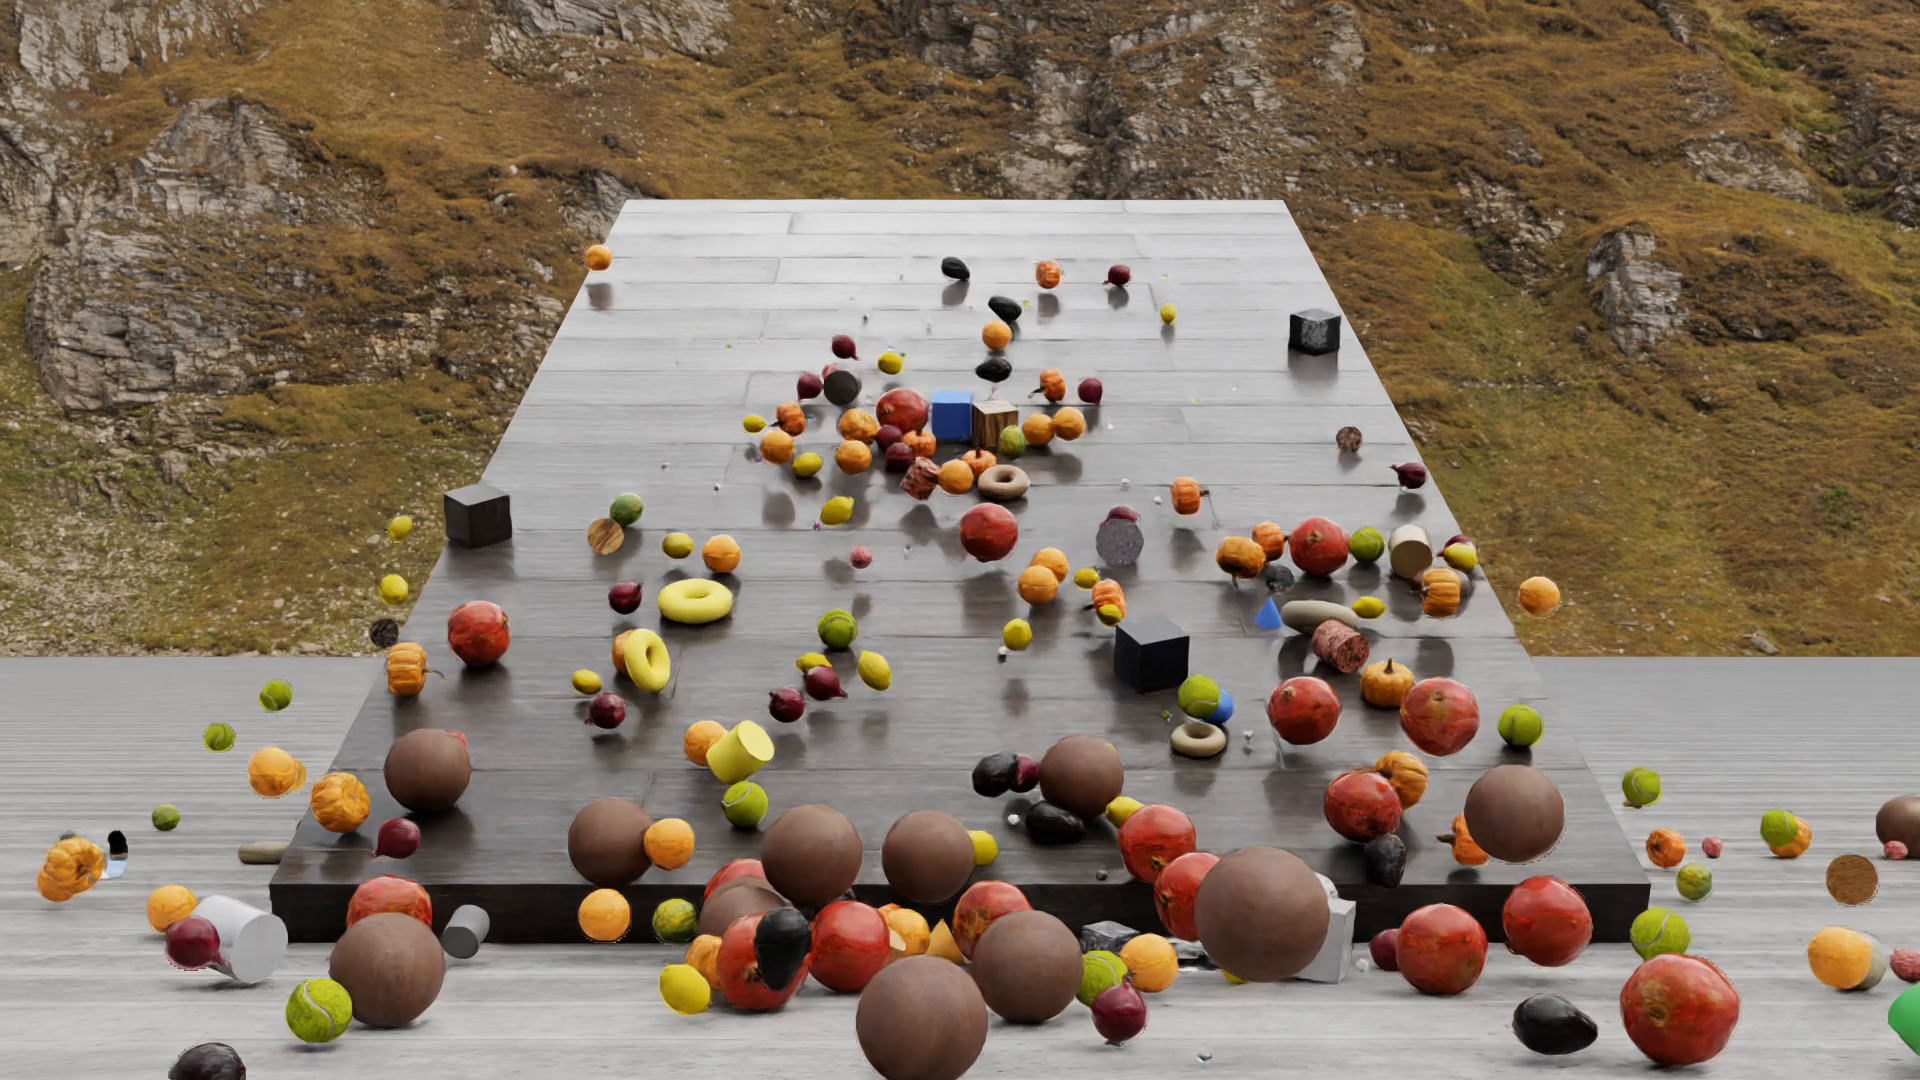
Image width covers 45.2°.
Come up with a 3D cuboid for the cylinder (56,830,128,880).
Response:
[{"bbox_3d":[-1.623,0.588,4.309,0.092,0.092,0.092,-1,-3,7],"label":"cylinder"}]

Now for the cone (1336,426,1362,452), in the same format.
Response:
[{"bbox_3d":[0.843,-0.216,5.021,0.058,0.058,0.058,0,-4,-1],"label":"cone"}]

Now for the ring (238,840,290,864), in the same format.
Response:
[{"bbox_3d":[-1.397,0.632,4.663,0.123,0.041,0.123,-1,-3,0],"label":"ring"}]

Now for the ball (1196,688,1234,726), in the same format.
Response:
[{"bbox_3d":[0.419,0.274,3.793,0.062,0.062,0.062,0,-3,0],"label":"ball"}]

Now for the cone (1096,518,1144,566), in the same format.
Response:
[{"bbox_3d":[0.311,0.007,4.463,0.092,0.092,0.092,0,-4,7],"label":"cone"}]

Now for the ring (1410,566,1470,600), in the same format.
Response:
[{"bbox_3d":[0.896,0.080,4.298,0.109,0.036,0.109,0,21,0],"label":"ring"}]

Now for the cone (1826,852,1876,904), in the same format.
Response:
[{"bbox_3d":[1.492,0.568,3.826,0.083,0.083,0.083,-2,-17,39],"label":"cone"}]

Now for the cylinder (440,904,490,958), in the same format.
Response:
[{"bbox_3d":[-0.672,0.533,3.136,0.053,0.053,0.053,0,23,8],"label":"cylinder"}]

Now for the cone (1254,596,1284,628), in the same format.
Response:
[{"bbox_3d":[0.560,0.125,4.164,0.054,0.054,0.054,0,23,0],"label":"cone"}]

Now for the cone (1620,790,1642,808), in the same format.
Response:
[{"bbox_3d":[1.808,0.710,6.239,0.052,0.052,0.052,-16,1,-12],"label":"cone"}]

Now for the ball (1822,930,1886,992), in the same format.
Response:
[{"bbox_3d":[1.124,0.529,2.897,0.076,0.076,0.076,0,-3,0],"label":"ball"}]

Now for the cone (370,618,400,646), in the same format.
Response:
[{"bbox_3d":[-1.017,0.167,4.108,0.053,0.053,0.053,0,-11,3],"label":"cone"}]

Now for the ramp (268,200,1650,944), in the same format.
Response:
[{"bbox_3d":[-0.007,-0.224,5.200,2.000,0.100,4.000,0,23,0],"label":"ramp"}]

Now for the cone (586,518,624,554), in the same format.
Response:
[{"bbox_3d":[-0.693,-0.005,4.500,0.070,0.070,0.070,0,-4,-9],"label":"cone"}]

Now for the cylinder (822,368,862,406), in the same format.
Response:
[{"bbox_3d":[-0.257,-0.336,5.033,0.077,0.077,0.077,0,10,4],"label":"cylinder"}]

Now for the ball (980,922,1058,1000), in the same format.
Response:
[{"bbox_3d":[0.072,0.516,2.824,0.094,0.094,0.094,0,-3,0],"label":"ball"}]

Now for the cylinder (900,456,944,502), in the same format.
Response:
[{"bbox_3d":[-0.078,-0.124,4.695,0.066,0.066,0.066,30,19,-11],"label":"cylinder"}]

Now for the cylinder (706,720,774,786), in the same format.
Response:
[{"bbox_3d":[-0.335,0.325,3.514,0.073,0.073,0.073,-42,-24,26],"label":"cylinder"}]

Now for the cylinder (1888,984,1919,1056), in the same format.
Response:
[{"bbox_3d":[0.991,0.495,2.342,0.065,0.065,0.065,1,29,-19],"label":"cylinder"}]

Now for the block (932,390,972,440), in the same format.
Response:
[{"bbox_3d":[-0.018,-0.276,5.088,0.084,0.084,0.084,1,23,2],"label":"block"}]

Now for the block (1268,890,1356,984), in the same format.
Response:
[{"bbox_3d":[0.460,0.518,3.007,0.092,0.092,0.092,7,4,18],"label":"block"}]

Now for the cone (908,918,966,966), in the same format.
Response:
[{"bbox_3d":[-0.040,0.562,3.129,0.072,0.072,0.072,-26,1,-8],"label":"cone"}]

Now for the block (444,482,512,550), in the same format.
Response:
[{"bbox_3d":[-0.946,-0.048,4.521,0.093,0.093,0.093,-18,29,-37],"label":"block"}]

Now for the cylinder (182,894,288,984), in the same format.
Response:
[{"bbox_3d":[-0.926,0.510,2.945,0.091,0.091,0.091,13,4,31],"label":"cylinder"}]

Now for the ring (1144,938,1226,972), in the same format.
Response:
[{"bbox_3d":[0.303,0.559,3.111,0.108,0.036,0.108,3,-3,0],"label":"ring"}]

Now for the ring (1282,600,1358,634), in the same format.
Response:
[{"bbox_3d":[0.636,0.139,4.084,0.136,0.045,0.136,9,-10,2],"label":"ring"}]

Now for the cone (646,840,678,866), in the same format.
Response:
[{"bbox_3d":[-0.430,0.456,3.403,0.051,0.051,0.051,-1,19,18],"label":"cone"}]

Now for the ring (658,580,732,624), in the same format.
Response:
[{"bbox_3d":[-0.483,0.112,4.202,0.138,0.046,0.138,1,22,0],"label":"ring"}]

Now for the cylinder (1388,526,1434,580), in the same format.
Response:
[{"bbox_3d":[0.855,0.023,4.375,0.080,0.080,0.080,0,21,8],"label":"cylinder"}]

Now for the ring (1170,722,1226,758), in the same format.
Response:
[{"bbox_3d":[0.384,0.322,3.720,0.090,0.030,0.090,-1,22,0],"label":"ring"}]

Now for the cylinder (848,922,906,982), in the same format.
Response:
[{"bbox_3d":[-0.106,0.529,2.962,0.053,0.053,0.053,35,11,-8],"label":"cylinder"}]

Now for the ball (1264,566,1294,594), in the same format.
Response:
[{"bbox_3d":[0.594,0.074,4.285,0.054,0.054,0.054,0,-3,0],"label":"ball"}]

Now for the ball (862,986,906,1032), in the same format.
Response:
[{"bbox_3d":[-0.086,0.527,2.589,0.051,0.051,0.051,0,-3,0],"label":"ball"}]

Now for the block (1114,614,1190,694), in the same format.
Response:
[{"bbox_3d":[0.328,0.195,3.942,0.093,0.093,0.093,-10,24,-22],"label":"block"}]

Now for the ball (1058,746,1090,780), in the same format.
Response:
[{"bbox_3d":[0.180,0.350,3.623,0.051,0.051,0.051,0,-3,0],"label":"ball"}]

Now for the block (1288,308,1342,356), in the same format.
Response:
[{"bbox_3d":[0.870,-0.510,5.651,0.087,0.087,0.087,-18,29,-37],"label":"block"}]

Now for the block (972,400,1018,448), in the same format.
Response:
[{"bbox_3d":[0.077,-0.255,5.045,0.078,0.078,0.078,-9,24,-20],"label":"block"}]

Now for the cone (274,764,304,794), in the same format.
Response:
[{"bbox_3d":[-1.125,0.395,3.906,0.056,0.056,0.056,-1,19,15],"label":"cone"}]

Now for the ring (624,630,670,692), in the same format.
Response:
[{"bbox_3d":[-0.526,0.203,3.880,0.037,0.110,0.110,-16,-9,22],"label":"ring"}]

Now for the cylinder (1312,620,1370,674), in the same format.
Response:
[{"bbox_3d":[0.660,0.184,3.997,0.072,0.072,0.072,2,19,-32],"label":"cylinder"}]

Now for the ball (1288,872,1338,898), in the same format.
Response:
[{"bbox_3d":[0.495,0.504,3.239,0.072,0.072,0.072,0,-3,0],"label":"ball"}]

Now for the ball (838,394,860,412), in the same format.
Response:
[{"bbox_3d":[-0.255,-0.320,5.224,0.059,0.059,0.059,0,-3,0],"label":"ball"}]

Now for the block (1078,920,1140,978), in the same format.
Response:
[{"bbox_3d":[0.197,0.540,3.048,0.054,0.054,0.054,14,12,43],"label":"block"}]

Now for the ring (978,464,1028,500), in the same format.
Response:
[{"bbox_3d":[0.090,-0.119,4.756,0.106,0.035,0.106,-1,34,1],"label":"ring"}]
